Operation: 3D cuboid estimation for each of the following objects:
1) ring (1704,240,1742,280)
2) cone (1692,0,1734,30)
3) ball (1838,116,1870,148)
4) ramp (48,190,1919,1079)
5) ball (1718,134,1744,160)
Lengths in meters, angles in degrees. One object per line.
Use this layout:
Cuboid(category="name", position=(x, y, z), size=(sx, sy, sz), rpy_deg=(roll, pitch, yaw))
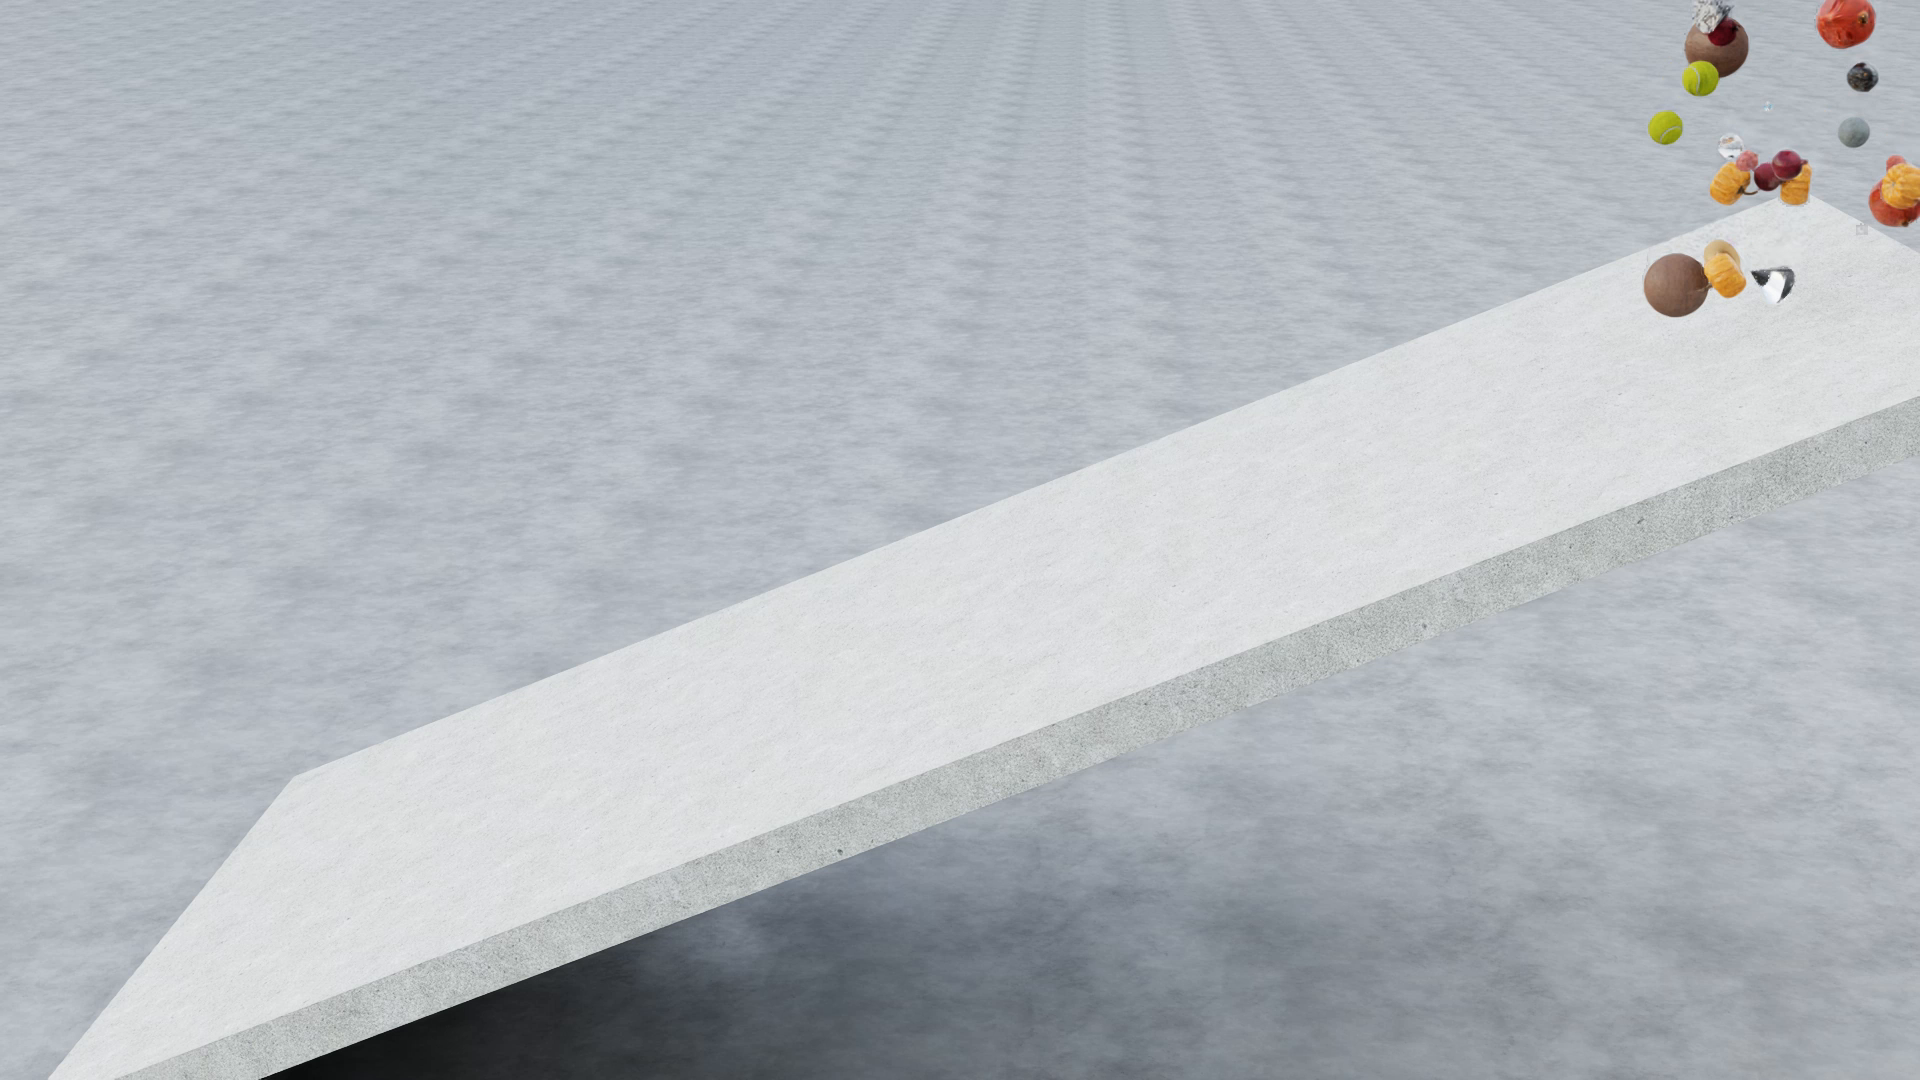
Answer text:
Cuboid(category="ring", position=(1.532, -0.562, 5.910), size=(0.089, 0.089, 0.030), rpy_deg=(-9, -15, -33))
Cuboid(category="cone", position=(1.511, -1.054, 5.845), size=(0.077, 0.077, 0.077), rpy_deg=(-6, 15, -28))
Cuboid(category="ball", position=(1.765, -0.805, 5.806), size=(0.061, 0.061, 0.061), rpy_deg=(0, 14, 0))
Cuboid(category="ramp", position=(0.125, 0.173, 6.289), size=(4.000, 0.100, 2.000), rpy_deg=(-21, 12, 7))
Cuboid(category="ball", position=(1.539, -0.786, 5.874), size=(0.050, 0.050, 0.050), rpy_deg=(0, 14, 0))
